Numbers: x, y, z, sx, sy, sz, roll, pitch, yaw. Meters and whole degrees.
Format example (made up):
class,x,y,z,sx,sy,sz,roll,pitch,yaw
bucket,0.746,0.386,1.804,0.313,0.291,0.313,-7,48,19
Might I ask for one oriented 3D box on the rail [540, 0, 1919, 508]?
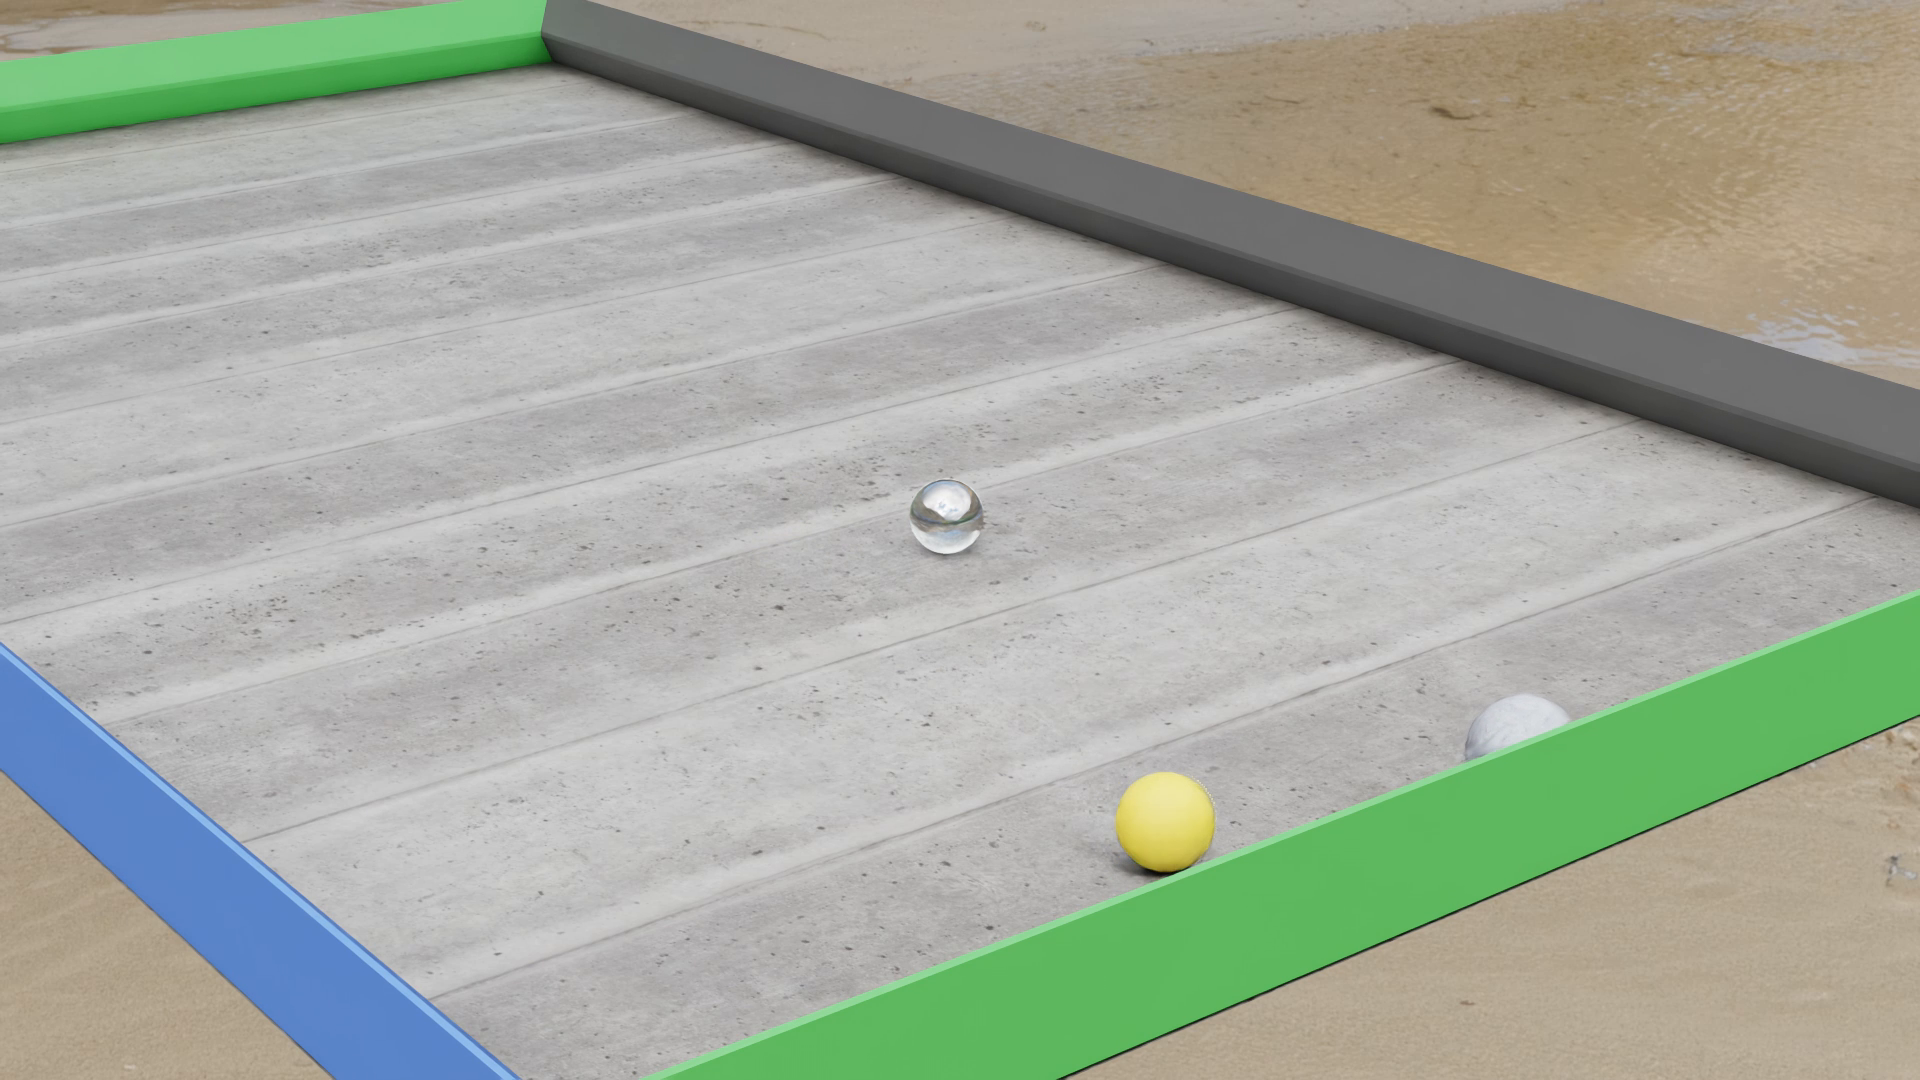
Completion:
class,x,y,z,sx,sy,sz,roll,pitch,yaw
rail,0.198,-0.393,3.512,0.045,0.110,2.769,-16,26,-35

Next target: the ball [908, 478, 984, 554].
class,x,y,z,sx,sy,sz,roll,pitch,yaw
ball,-0.012,-0.021,2.617,0.067,0.067,0.067,0,21,0

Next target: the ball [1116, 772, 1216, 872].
class,x,y,z,sx,sy,sz,roll,pitch,yaw
ball,0.143,0.197,2.054,0.070,0.070,0.070,0,21,0

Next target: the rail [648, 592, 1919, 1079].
class,x,y,z,sx,sy,sz,roll,pitch,yaw
rail,0.409,0.171,2.061,1.619,0.110,0.045,-16,26,-35

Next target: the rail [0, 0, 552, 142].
class,x,y,z,sx,sy,sz,roll,pitch,yaw
rail,-1.257,-0.609,4.066,1.619,0.110,0.045,-16,26,-35

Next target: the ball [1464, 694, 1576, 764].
class,x,y,z,sx,sy,sz,roll,pitch,yaw
ball,0.411,0.155,2.141,0.085,0.085,0.085,0,21,0

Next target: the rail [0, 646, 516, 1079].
class,x,y,z,sx,sy,sz,roll,pitch,yaw
rail,-1.045,-0.044,2.615,0.045,0.110,2.769,-16,26,-35
